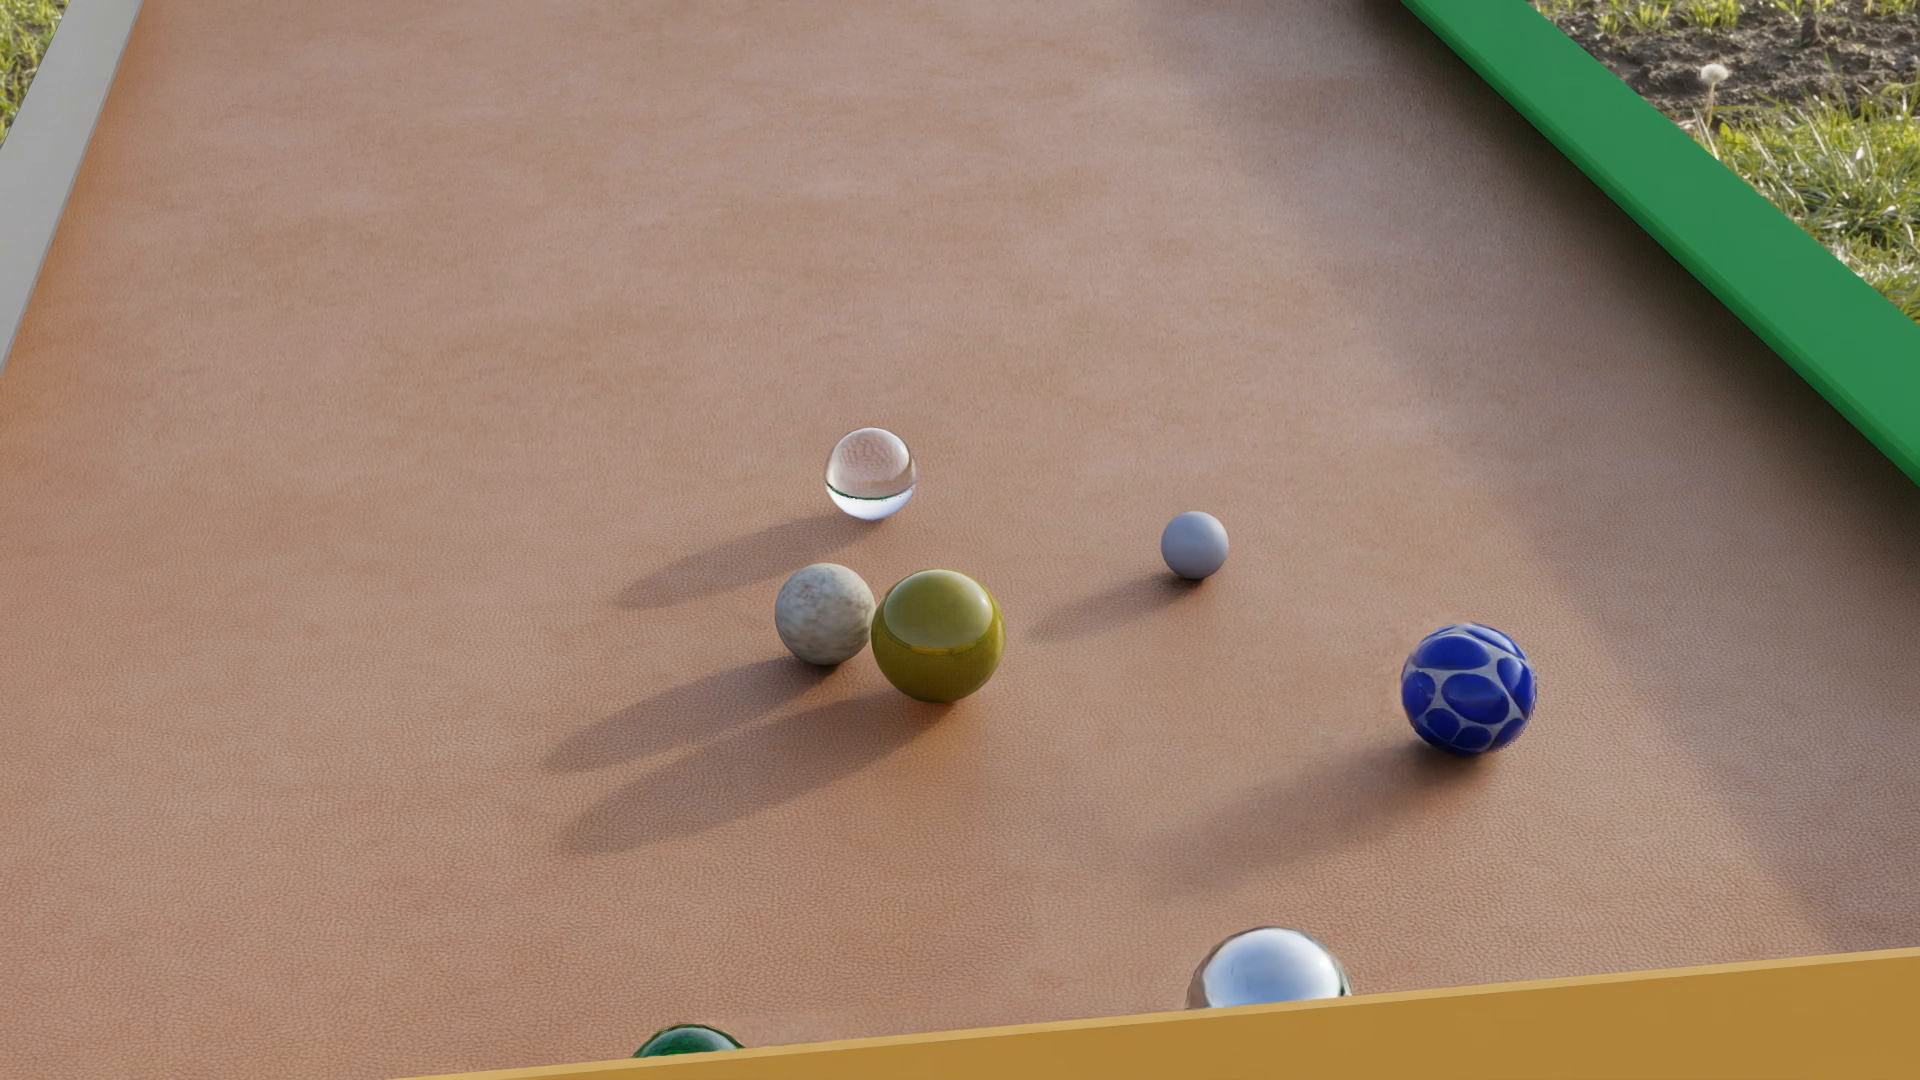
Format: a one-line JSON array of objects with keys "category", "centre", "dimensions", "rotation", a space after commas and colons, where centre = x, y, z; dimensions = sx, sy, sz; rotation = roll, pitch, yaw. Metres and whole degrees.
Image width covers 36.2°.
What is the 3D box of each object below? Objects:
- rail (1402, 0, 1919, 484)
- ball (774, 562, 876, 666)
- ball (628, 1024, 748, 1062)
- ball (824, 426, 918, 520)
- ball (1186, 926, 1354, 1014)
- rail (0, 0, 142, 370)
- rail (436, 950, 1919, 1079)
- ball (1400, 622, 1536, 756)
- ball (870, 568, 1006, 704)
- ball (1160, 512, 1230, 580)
[{"category": "rail", "centre": [0.585, -0.347, 2.650], "dimensions": [0.045, 0.110, 2.673], "rotation": [-4, 26, -8]}, {"category": "ball", "centre": [-0.086, 0.047, 1.879], "dimensions": [0.065, 0.065, 0.065], "rotation": [0, 26, 0]}, {"category": "ball", "centre": [-0.129, 0.268, 1.414], "dimensions": [0.069, 0.069, 0.069], "rotation": [0, 26, 0]}, {"category": "ball", "centre": [-0.063, -0.047, 2.074], "dimensions": [0.066, 0.066, 0.066], "rotation": [0, 26, 0]}, {"category": "ball", "centre": [0.154, 0.235, 1.464], "dimensions": [0.085, 0.085, 0.085], "rotation": [0, 26, 0]}, {"category": "rail", "centre": [-0.782, -0.259, 2.466], "dimensions": [0.045, 0.110, 2.673], "rotation": [-4, 26, -8]}, {"category": "rail", "centre": [0.095, 0.257, 1.387], "dimensions": [1.429, 0.110, 0.045], "rotation": [-4, 26, -8]}, {"category": "ball", "centre": [0.306, 0.090, 1.772], "dimensions": [0.080, 0.080, 0.080], "rotation": [0, 26, 0]}, {"category": "ball", "centre": [-0.013, 0.059, 1.831], "dimensions": [0.085, 0.085, 0.085], "rotation": [0, 26, 0]}, {"category": "ball", "centre": [0.159, 0.004, 1.992], "dimensions": [0.046, 0.046, 0.046], "rotation": [0, 26, 0]}]
